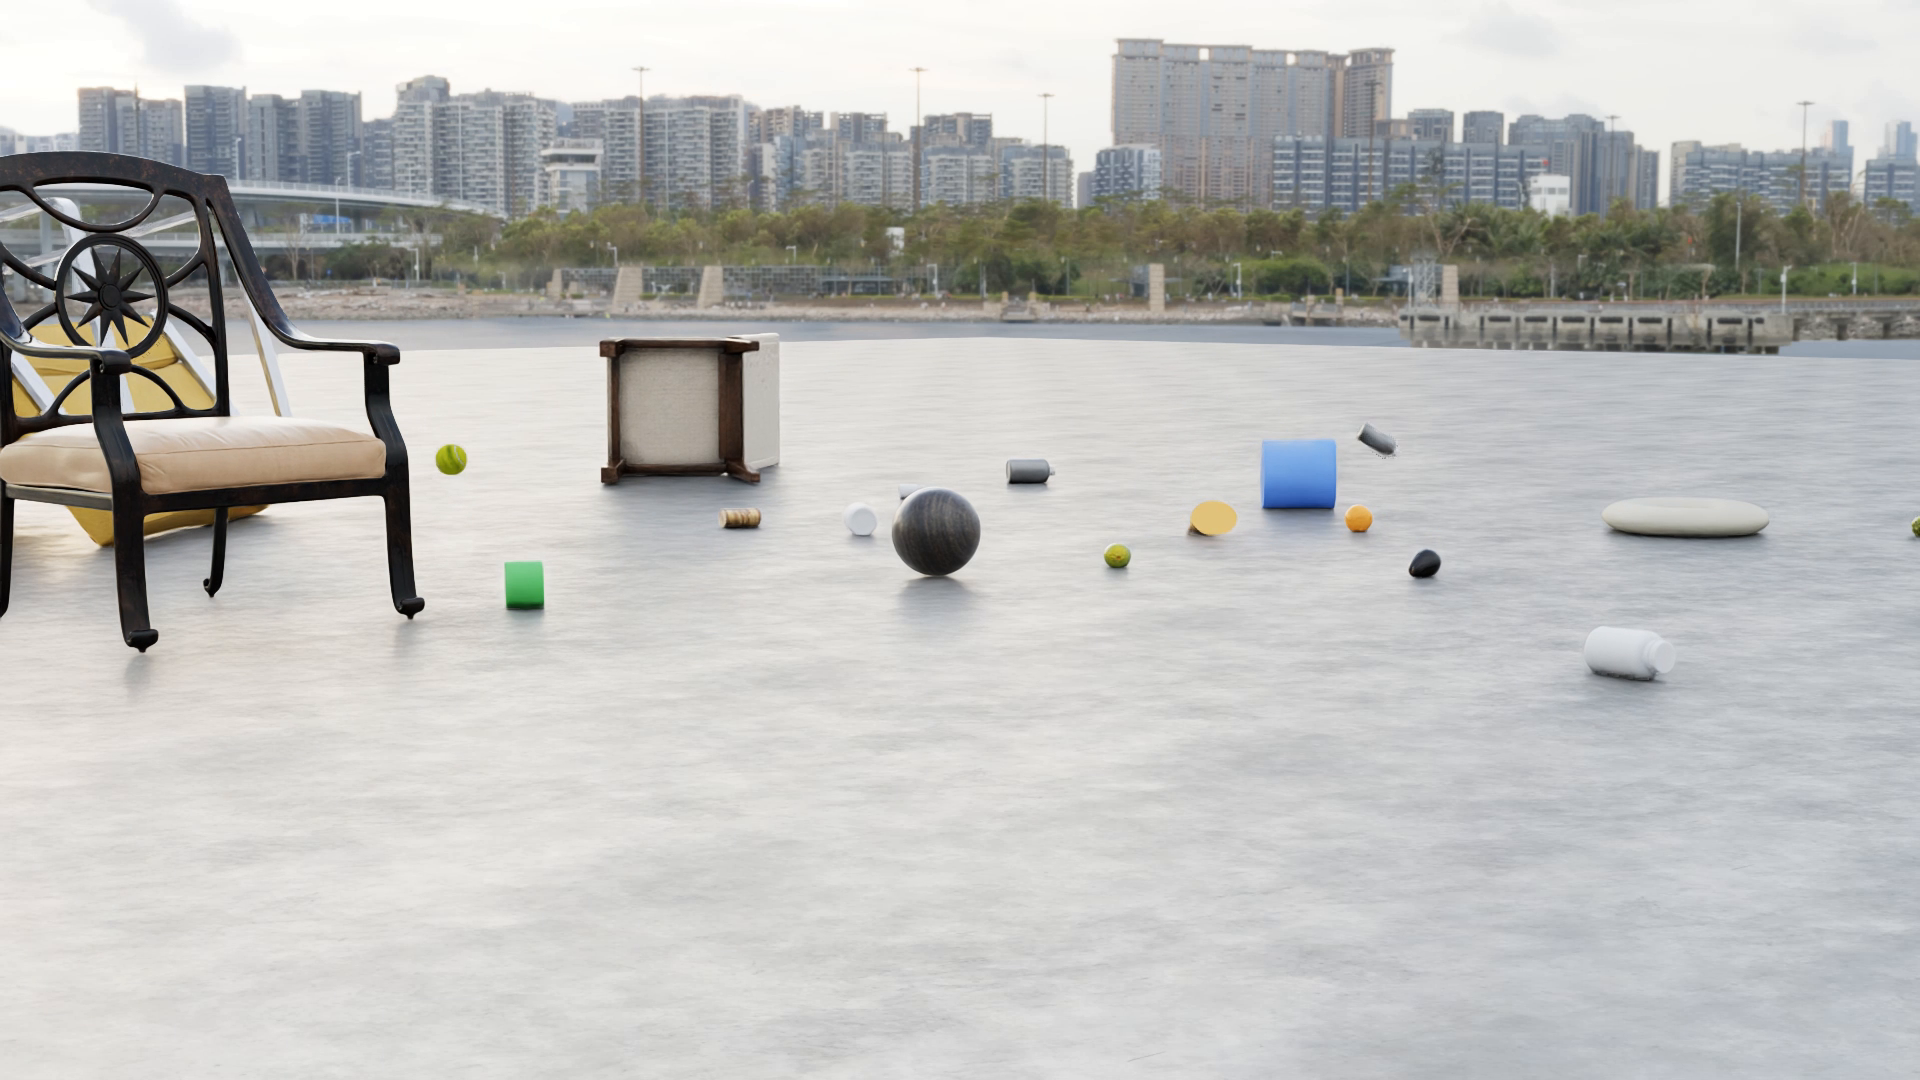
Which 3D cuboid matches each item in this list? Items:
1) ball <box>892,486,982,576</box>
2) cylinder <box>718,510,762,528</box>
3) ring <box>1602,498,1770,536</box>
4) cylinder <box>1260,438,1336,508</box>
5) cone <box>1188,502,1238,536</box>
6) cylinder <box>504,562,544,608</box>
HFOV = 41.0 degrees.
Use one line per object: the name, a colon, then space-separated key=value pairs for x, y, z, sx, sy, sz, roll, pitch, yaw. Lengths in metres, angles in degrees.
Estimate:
ball: x=-0.052 y=-0.019 z=5.636 sx=0.197 sy=0.197 sz=0.197 roll=0 pitch=6 yaw=0
cylinder: x=-0.579 y=-0.057 z=6.736 sx=0.095 sy=0.044 sz=0.081 roll=-2 pitch=-5 yaw=-21
ring: x=1.878 y=-0.060 z=6.642 sx=0.417 sy=0.073 sz=0.451 roll=4 pitch=8 yaw=33
cylinder: x=0.961 y=-0.189 z=7.290 sx=0.201 sy=0.196 sz=0.204 roll=0 pitch=31 yaw=3
cone: x=0.621 y=-0.041 z=6.603 sx=0.128 sy=0.089 sz=0.169 roll=0 pitch=-9 yaw=-18
cylinder: x=-0.867 y=0.091 z=5.104 sx=0.073 sy=0.096 sz=0.070 roll=-1 pitch=-29 yaw=-12
